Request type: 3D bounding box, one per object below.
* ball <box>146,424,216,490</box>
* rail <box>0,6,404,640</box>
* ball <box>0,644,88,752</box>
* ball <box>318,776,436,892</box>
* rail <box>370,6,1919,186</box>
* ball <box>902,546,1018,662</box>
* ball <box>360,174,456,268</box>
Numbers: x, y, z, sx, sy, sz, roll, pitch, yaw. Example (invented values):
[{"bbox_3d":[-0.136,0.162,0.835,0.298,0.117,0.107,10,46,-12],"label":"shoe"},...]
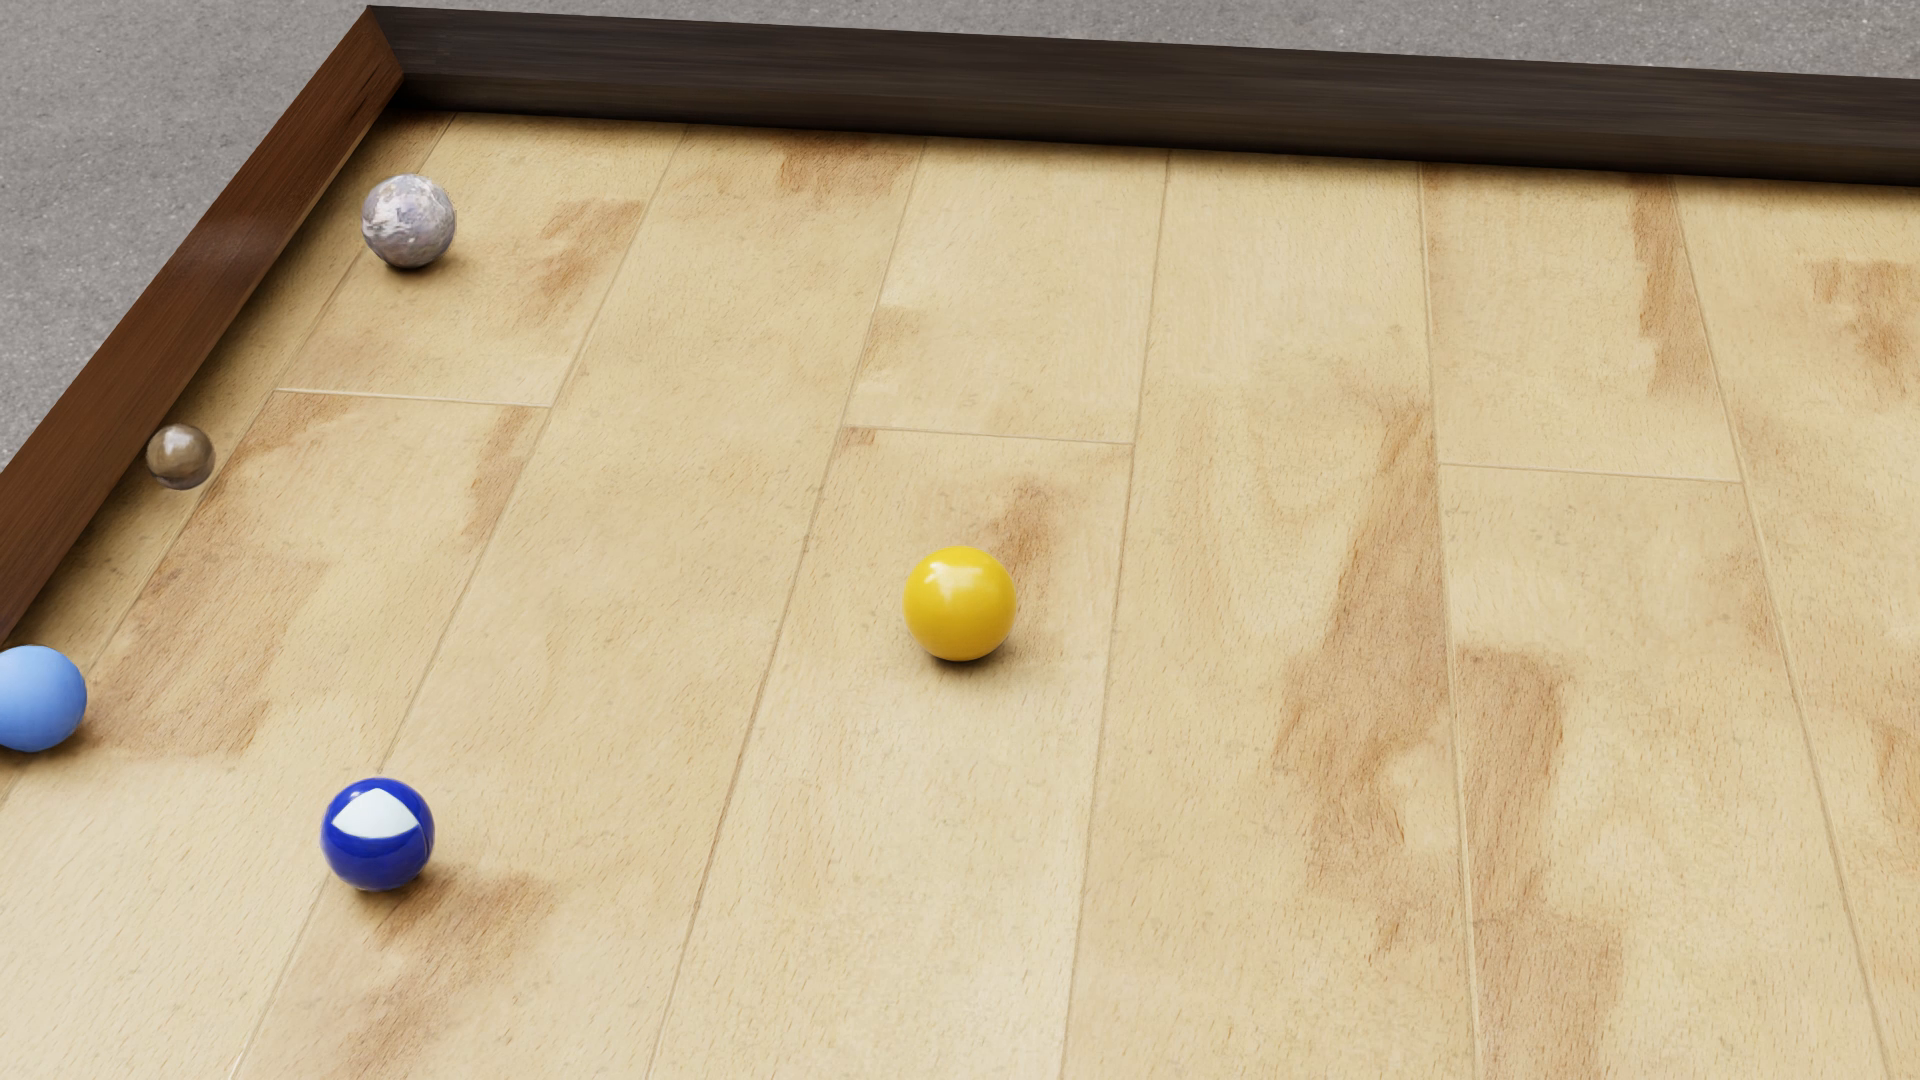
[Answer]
[{"bbox_3d":[-0.634,-0.067,2.088,0.054,0.054,0.054,0,34,0],"label":"ball"},{"bbox_3d":[-0.679,-0.062,2.026,0.045,0.113,1.572,4,35,6],"label":"rail"},{"bbox_3d":[-0.655,0.112,1.808,0.075,0.075,0.075,0,34,0],"label":"ball"},{"bbox_3d":[-0.383,0.193,1.688,0.075,0.075,0.075,0,34,0],"label":"ball"},{"bbox_3d":[0.793,-0.397,2.515,2.831,0.113,0.045,4,35,6],"label":"rail"},{"bbox_3d":[0.000,0.047,1.893,0.086,0.086,0.086,0,34,0],"label":"ball"},{"bbox_3d":[-0.515,-0.297,2.394,0.087,0.087,0.087,0,34,0],"label":"ball"}]
